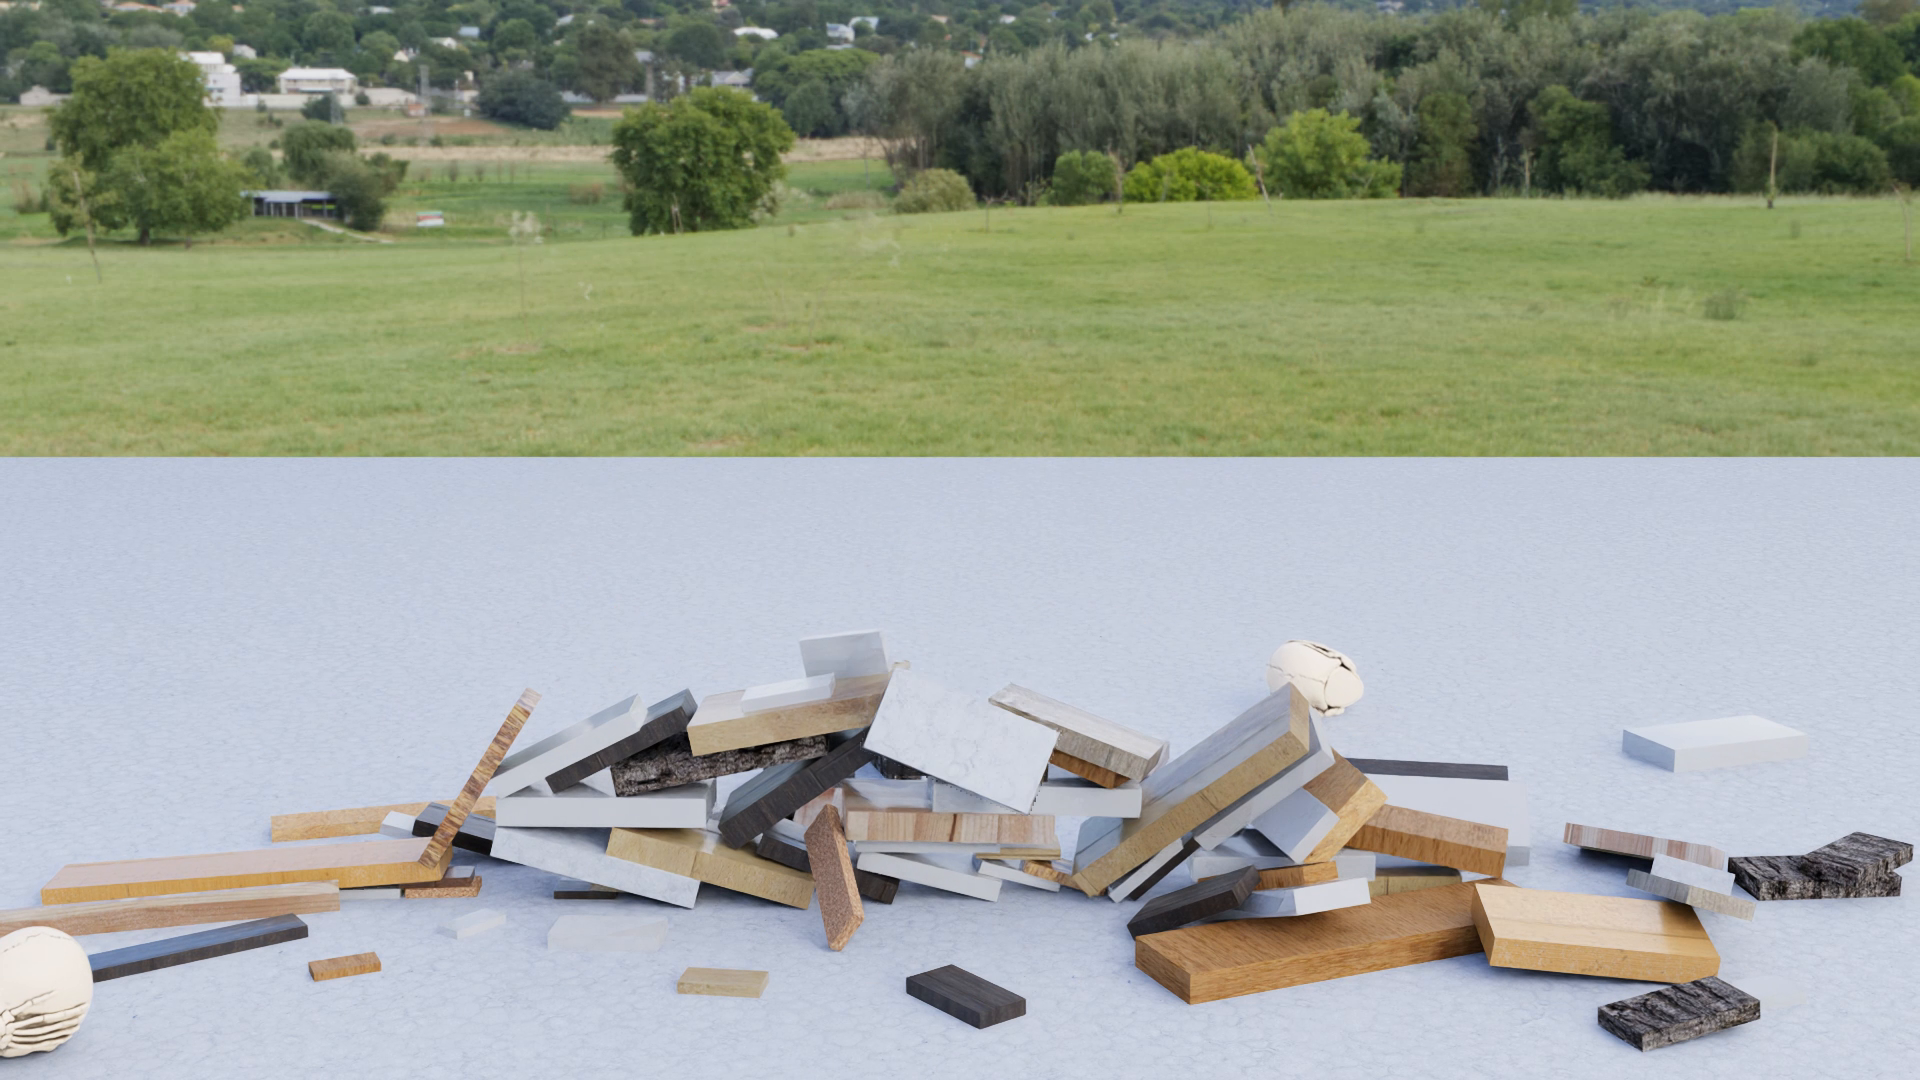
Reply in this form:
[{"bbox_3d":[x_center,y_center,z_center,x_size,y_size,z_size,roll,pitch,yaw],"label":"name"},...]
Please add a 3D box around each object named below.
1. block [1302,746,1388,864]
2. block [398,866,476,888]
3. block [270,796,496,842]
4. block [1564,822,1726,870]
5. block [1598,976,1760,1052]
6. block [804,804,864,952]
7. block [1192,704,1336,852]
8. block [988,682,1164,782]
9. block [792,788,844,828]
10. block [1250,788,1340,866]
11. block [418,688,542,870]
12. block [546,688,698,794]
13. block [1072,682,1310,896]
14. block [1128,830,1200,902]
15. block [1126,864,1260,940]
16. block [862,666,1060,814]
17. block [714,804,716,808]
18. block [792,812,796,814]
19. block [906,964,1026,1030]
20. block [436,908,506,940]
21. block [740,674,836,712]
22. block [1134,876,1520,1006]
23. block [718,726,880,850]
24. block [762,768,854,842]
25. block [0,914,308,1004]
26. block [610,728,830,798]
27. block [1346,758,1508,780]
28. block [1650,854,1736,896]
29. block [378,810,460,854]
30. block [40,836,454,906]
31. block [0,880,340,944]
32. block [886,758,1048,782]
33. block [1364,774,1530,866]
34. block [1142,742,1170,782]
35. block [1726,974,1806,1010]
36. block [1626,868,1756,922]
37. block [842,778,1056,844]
[{"bbox_3d":[0.584,0.426,3.666,0.047,0.167,0.335,43,1,-14],"label":"block"},{"bbox_3d":[-0.874,0.564,3.675,0.117,0.017,0.058,-1,11,-4],"label":"block"},{"bbox_3d":[-1.047,0.510,4.031,0.410,0.024,0.086,-3,11,-18],"label":"block"},{"bbox_3d":[1.179,0.529,3.790,0.244,0.035,0.122,6,-8,31],"label":"block"},{"bbox_3d":[1.017,0.669,3.112,0.200,0.028,0.100,-10,13,-19],"label":"block"},{"bbox_3d":[-0.202,0.535,3.507,0.021,0.073,0.276,25,23,-26],"label":"block"},{"bbox_3d":[0.490,0.391,3.625,0.263,0.037,0.131,-38,26,18],"label":"block"},{"bbox_3d":[0.186,0.311,3.575,0.275,0.039,0.138,20,12,13],"label":"block"},{"bbox_3d":[-0.251,0.501,3.890,0.085,0.024,0.170,5,34,6],"label":"block"},{"bbox_3d":[0.515,0.433,3.601,0.028,0.099,0.278,43,-2,-25],"label":"block"},{"bbox_3d":[-0.783,0.389,3.588,0.029,0.315,0.102,32,10,-6],"label":"block"},{"bbox_3d":[-0.560,0.331,3.642,0.254,0.036,0.127,-26,10,2],"label":"block"},{"bbox_3d":[0.376,0.408,3.598,0.450,0.048,0.170,-37,13,21],"label":"block"},{"bbox_3d":[0.336,0.534,3.652,0.145,0.021,0.072,-42,8,10],"label":"block"},{"bbox_3d":[0.366,0.568,3.444,0.198,0.028,0.099,-25,3,31],"label":"block"},{"bbox_3d":[0.001,0.316,3.469,0.278,0.138,0.039,22,-8,-2],"label":"block"},{"bbox_3d":[-0.570,0.459,4.239,0.174,0.049,0.348,-2,11,-10],"label":"block"},{"bbox_3d":[-0.328,0.471,3.991,0.062,0.018,0.124,0,11,-3],"label":"block"},{"bbox_3d":[0.008,0.664,3.203,0.086,0.024,0.172,-8,13,-38],"label":"block"},{"bbox_3d":[-0.779,0.613,3.509,0.050,0.014,0.099,8,13,37],"label":"block"},{"bbox_3d":[-0.278,0.248,3.573,0.146,0.021,0.073,-10,12,6],"label":"block"},{"bbox_3d":[0.609,0.615,3.406,0.676,0.047,0.167,-5,11,-24],"label":"block"},{"bbox_3d":[-0.239,0.377,3.681,0.351,0.050,0.176,-34,9,8],"label":"block"},{"bbox_3d":[-0.285,0.482,4.117,0.174,0.049,0.387,0,11,-2],"label":"block"},{"bbox_3d":[-1.245,0.638,3.358,0.484,0.020,0.070,-8,13,-35],"label":"block"},{"bbox_3d":[-0.394,0.345,3.656,0.351,0.050,0.176,-11,10,0],"label":"block"},{"bbox_3d":[0.828,0.473,3.995,0.328,0.047,0.164,2,35,10],"label":"block"},{"bbox_3d":[1.188,0.542,3.567,0.122,0.035,0.244,14,-4,19],"label":"block"},{"bbox_3d":[-0.941,0.512,3.858,0.140,0.020,0.070,15,11,-3],"label":"block"},{"bbox_3d":[-1.181,0.554,3.664,0.643,0.036,0.127,-4,11,-3],"label":"block"},{"bbox_3d":[-1.302,0.595,3.506,0.602,0.049,0.014,-3,11,-16],"label":"block"},{"bbox_3d":[0.013,0.356,3.641,0.263,0.037,0.131,3,12,0],"label":"block"},{"bbox_3d":[0.790,0.491,3.894,0.417,0.047,0.164,2,37,10],"label":"block"},{"bbox_3d":[0.337,0.445,4.356,0.123,0.035,0.246,2,11,13],"label":"block"},{"bbox_3d":[1.158,0.664,3.216,0.137,0.019,0.068,-3,11,-18],"label":"block"},{"bbox_3d":[1.145,0.556,3.460,0.100,0.028,0.356,15,-4,4],"label":"block"},{"bbox_3d":[-0.023,0.448,3.637,0.339,0.048,0.170,2,12,-6],"label":"block"}]
